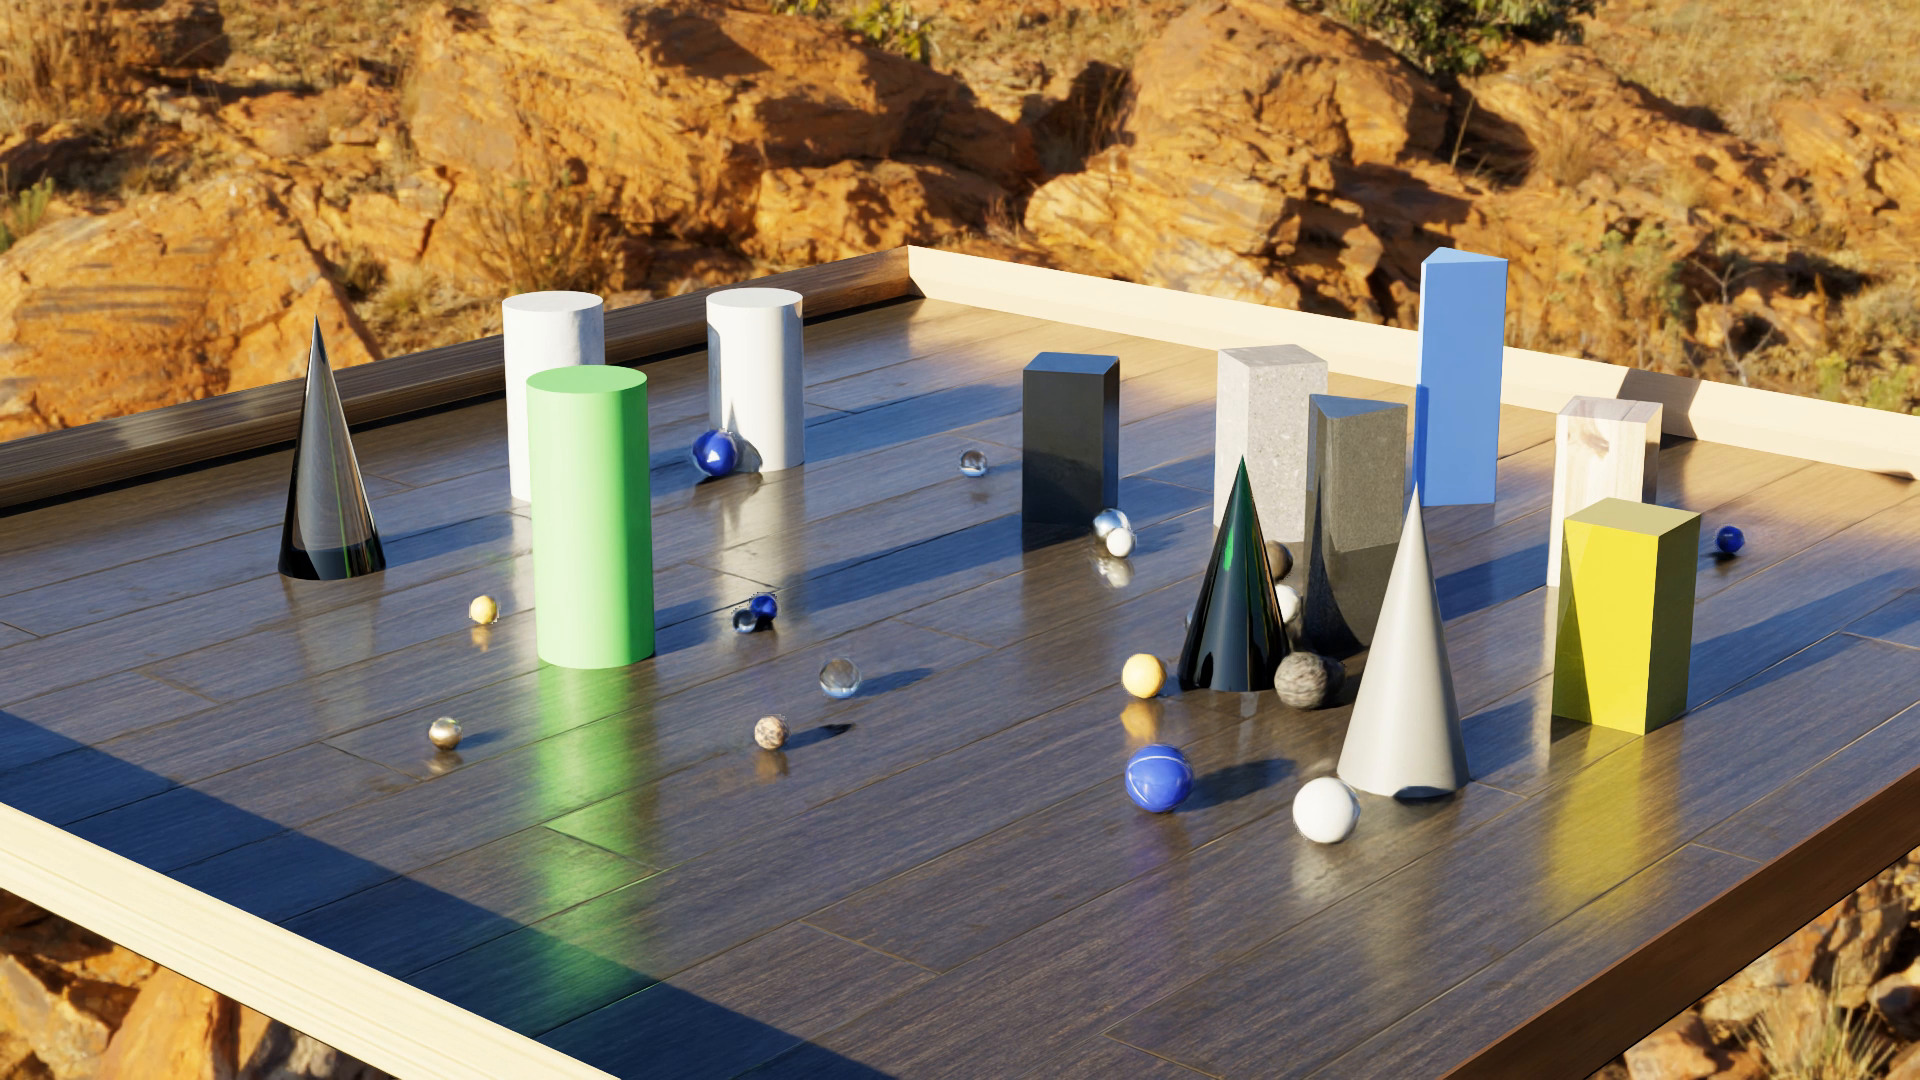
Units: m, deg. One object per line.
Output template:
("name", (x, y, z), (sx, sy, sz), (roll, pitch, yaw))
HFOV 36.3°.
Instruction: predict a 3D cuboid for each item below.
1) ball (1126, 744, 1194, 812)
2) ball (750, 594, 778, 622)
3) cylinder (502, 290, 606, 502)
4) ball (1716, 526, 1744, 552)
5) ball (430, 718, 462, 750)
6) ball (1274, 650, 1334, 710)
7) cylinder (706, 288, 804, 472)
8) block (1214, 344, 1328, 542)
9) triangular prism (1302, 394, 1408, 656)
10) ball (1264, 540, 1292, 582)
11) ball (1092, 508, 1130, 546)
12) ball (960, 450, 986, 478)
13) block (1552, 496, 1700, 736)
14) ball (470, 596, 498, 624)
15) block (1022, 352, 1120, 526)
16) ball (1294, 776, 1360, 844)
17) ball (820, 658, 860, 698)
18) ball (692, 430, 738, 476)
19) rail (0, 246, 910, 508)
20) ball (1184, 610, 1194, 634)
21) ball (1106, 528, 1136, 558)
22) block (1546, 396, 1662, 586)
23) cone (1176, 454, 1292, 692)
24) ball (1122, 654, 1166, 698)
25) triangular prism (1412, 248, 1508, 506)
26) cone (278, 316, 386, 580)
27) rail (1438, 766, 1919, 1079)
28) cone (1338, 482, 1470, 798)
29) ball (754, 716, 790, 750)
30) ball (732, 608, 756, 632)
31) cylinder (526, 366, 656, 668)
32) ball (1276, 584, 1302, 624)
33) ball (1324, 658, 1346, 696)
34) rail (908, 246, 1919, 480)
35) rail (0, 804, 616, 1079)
("ball", (0.282, 0.338, 4.157), (0.097, 0.097, 0.097), (0, 17, 0))
("ball", (-0.333, 0.117, 4.975), (0.048, 0.048, 0.048), (0, 17, 0))
("cylinder", (-0.786, -0.280, 5.717), (0.193, 0.379, 0.193), (0, 17, 0))
("ball", (1.409, -0.001, 5.362), (0.050, 0.050, 0.050), (0, 17, 0))
("ball", (-0.771, 0.291, 4.398), (0.048, 0.048, 0.048), (0, 17, 0))
("ball", (0.536, 0.218, 4.563), (0.092, 0.092, 0.092), (0, 17, 0))
("cylinder", (-0.413, -0.326, 5.944), (0.193, 0.336, 0.193), (0, 17, 0))
("block", (0.576, -0.178, 5.449), (0.154, 0.338, 0.154), (-5, 17, -16))
("triangular prism", (0.622, -0.033, 4.861), (0.167, 0.401, 0.145), (-11, 20, -32))
("ball", (0.552, 0.038, 5.192), (0.074, 0.074, 0.074), (0, 17, 0))
("ball", (0.277, -0.023, 5.400), (0.070, 0.070, 0.070), (0, 17, 0))
("ball", (0.026, -0.153, 5.855), (0.056, 0.056, 0.056), (0, 17, 0))
("block", (1.026, 0.115, 4.518), (0.154, 0.316, 0.154), (12, 21, 35))
("ball", (-0.807, 0.119, 4.972), (0.046, 0.046, 0.046), (0, 17, 0))
("block", (0.211, -0.193, 5.571), (0.154, 0.296, 0.154), (4, 17, 14))
("ball", (0.507, 0.373, 4.049), (0.092, 0.092, 0.092), (0, 17, 0))
("ball", (-0.189, 0.217, 4.613), (0.065, 0.065, 0.065), (0, 17, 0))
("ball", (-0.490, -0.174, 5.862), (0.093, 0.093, 0.093), (0, 17, 0))
("rail", (-1.302, -0.295, 6.202), (0.045, 0.125, 3.621), (14, 22, 39))
("ball", (0.399, 0.139, 4.829), (0.058, 0.058, 0.058), (0, 17, 0))
("ball", (0.293, 0.005, 5.338), (0.053, 0.053, 0.053), (0, 17, 0))
("block", (1.138, -0.081, 5.175), (0.154, 0.310, 0.154), (7, 18, 22))
("cone", (0.447, 0.037, 4.686), (0.193, 0.367, 0.193), (0, 17, 0))
("ball", (0.291, 0.213, 4.618), (0.070, 0.070, 0.070), (0, 17, 0))
("triangular prism", (0.943, -0.318, 5.674), (0.167, 0.477, 0.145), (-3, 17, -9))
("cone", (-1.135, -0.179, 5.232), (0.193, 0.466, 0.193), (0, 17, 0))
("rail", (1.302, 0.358, 4.038), (0.045, 0.125, 3.621), (14, 22, 39))
("cone", (0.651, 0.129, 4.246), (0.193, 0.445, 0.193), (0, 17, 0))
("ball", (-0.282, 0.289, 4.397), (0.052, 0.052, 0.052), (0, 17, 0))
("ball", (-0.363, 0.136, 4.925), (0.041, 0.041, 0.041), (0, 17, 0))
("cylinder", (-0.600, -0.039, 4.779), (0.193, 0.459, 0.193), (0, 17, 0))
("ball", (0.544, 0.110, 4.965), (0.067, 0.067, 0.067), (0, 17, 0))
("ball", (0.579, 0.216, 4.626), (0.059, 0.059, 0.059), (0, 17, 0))
("rail", (1.172, -0.358, 6.412), (3.495, 0.125, 0.045), (14, 22, 39))
("rail", (-1.172, 0.421, 3.829), (3.495, 0.125, 0.045), (14, 22, 39))
